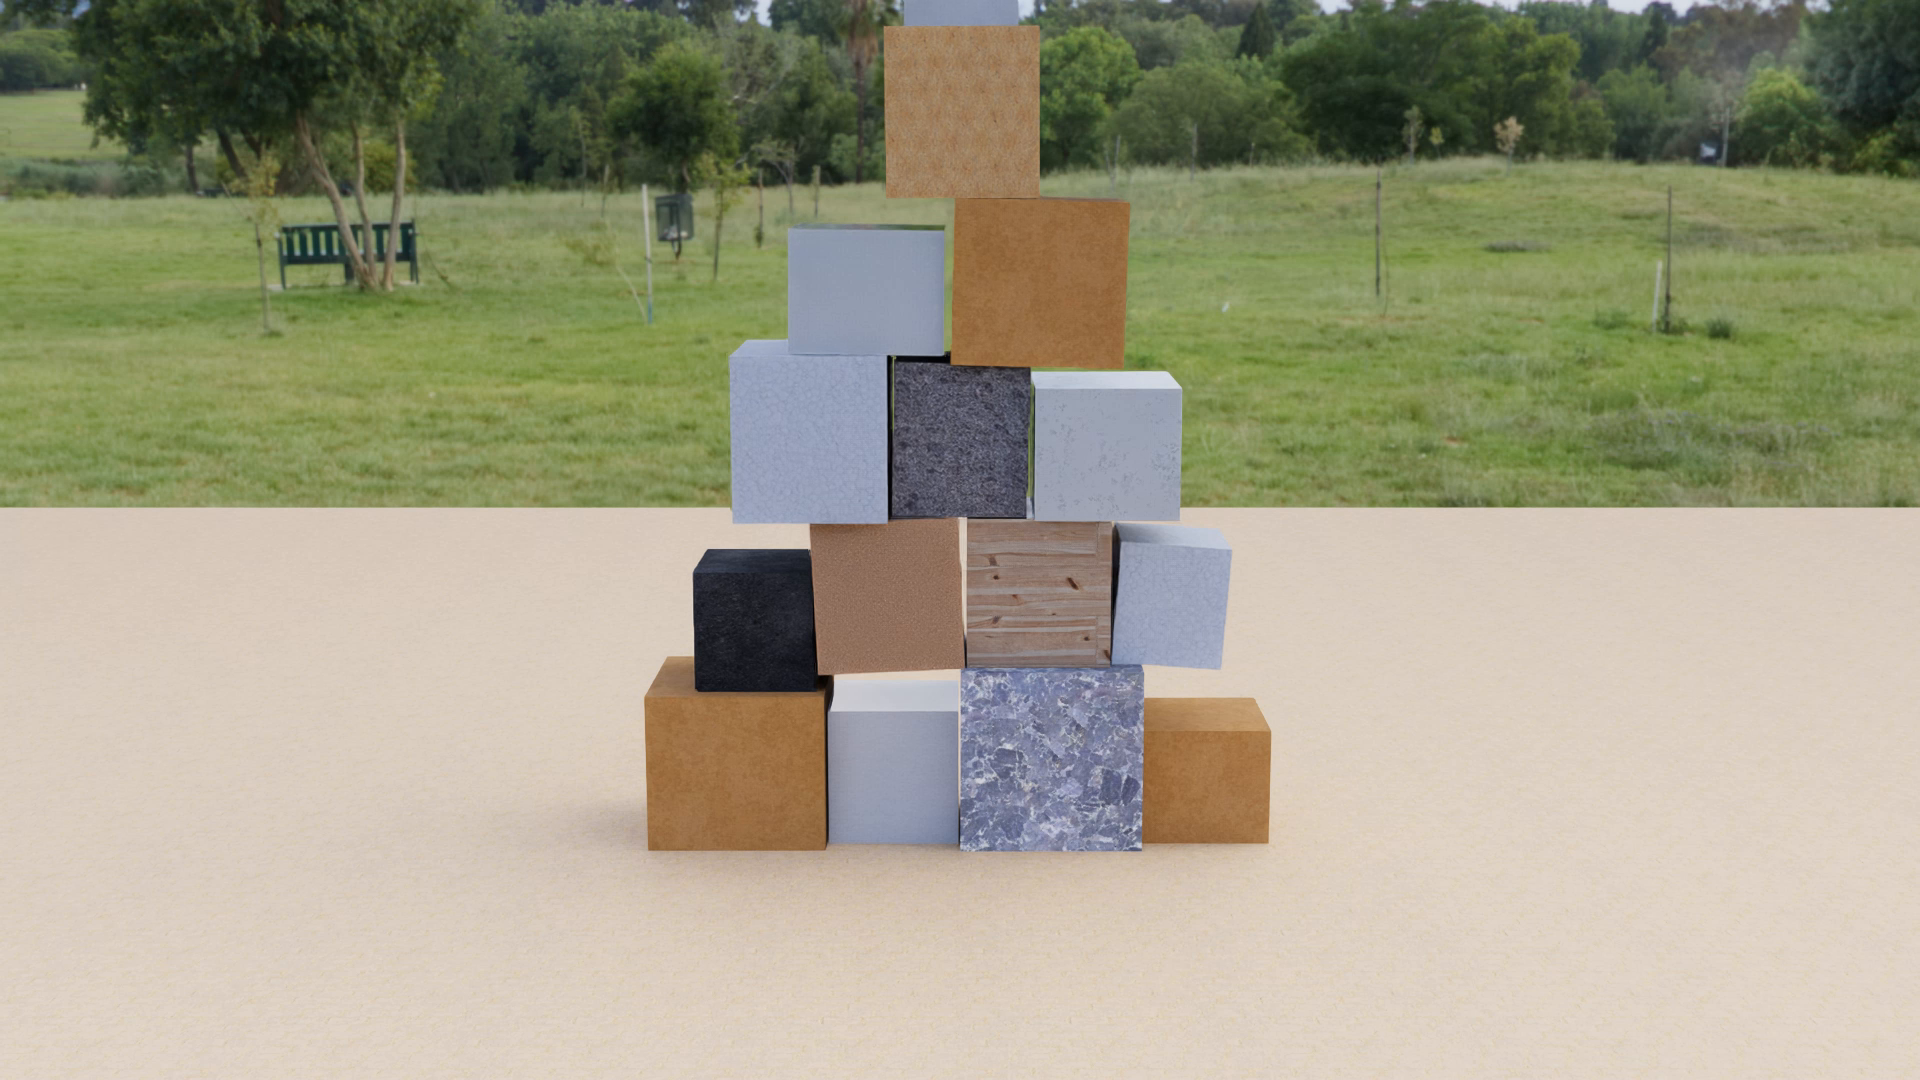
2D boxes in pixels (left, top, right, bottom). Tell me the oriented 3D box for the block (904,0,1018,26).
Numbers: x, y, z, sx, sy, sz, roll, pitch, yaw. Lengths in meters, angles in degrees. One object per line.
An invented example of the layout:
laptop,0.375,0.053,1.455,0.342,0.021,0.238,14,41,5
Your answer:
block,0.006,-2.785,10.657,0.542,0.608,0.628,0,10,0

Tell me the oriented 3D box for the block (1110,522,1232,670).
block,1.056,0.278,11.251,0.551,0.617,0.585,4,10,-1

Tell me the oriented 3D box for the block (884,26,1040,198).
block,0.010,-2.094,10.792,0.732,0.800,0.764,0,10,0

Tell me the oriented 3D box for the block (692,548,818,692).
block,-1.025,0.402,11.236,0.593,0.607,0.641,0,10,0

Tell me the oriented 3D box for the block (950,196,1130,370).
block,0.383,-1.299,10.946,0.834,0.796,0.808,2,10,0

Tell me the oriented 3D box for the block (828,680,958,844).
block,-0.335,1.139,11.380,0.655,0.688,0.645,0,10,0

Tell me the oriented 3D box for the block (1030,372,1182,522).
block,0.721,-0.483,11.086,0.711,0.652,0.792,0,10,0

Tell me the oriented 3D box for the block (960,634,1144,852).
block,0.456,1.028,11.352,0.907,0.915,0.884,0,10,0

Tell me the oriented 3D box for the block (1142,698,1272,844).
block,1.240,1.186,11.402,0.642,0.587,0.674,0,10,0

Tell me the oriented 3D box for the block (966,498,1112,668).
block,0.392,0.207,11.213,0.713,0.752,0.668,0,10,0

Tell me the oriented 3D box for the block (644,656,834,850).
block,-1.117,1.088,11.371,0.889,0.791,0.878,0,10,0

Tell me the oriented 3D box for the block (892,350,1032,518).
block,0.005,-0.543,11.072,0.664,0.756,0.637,1,10,0

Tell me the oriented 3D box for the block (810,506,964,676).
block,-0.358,0.216,11.233,0.731,0.760,0.754,-3,10,0

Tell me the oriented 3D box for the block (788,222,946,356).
block,-0.453,-1.259,10.961,0.752,0.600,0.760,1,10,0

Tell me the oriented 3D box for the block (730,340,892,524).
block,-0.732,-0.561,11.093,0.757,0.818,0.891,0,10,0
